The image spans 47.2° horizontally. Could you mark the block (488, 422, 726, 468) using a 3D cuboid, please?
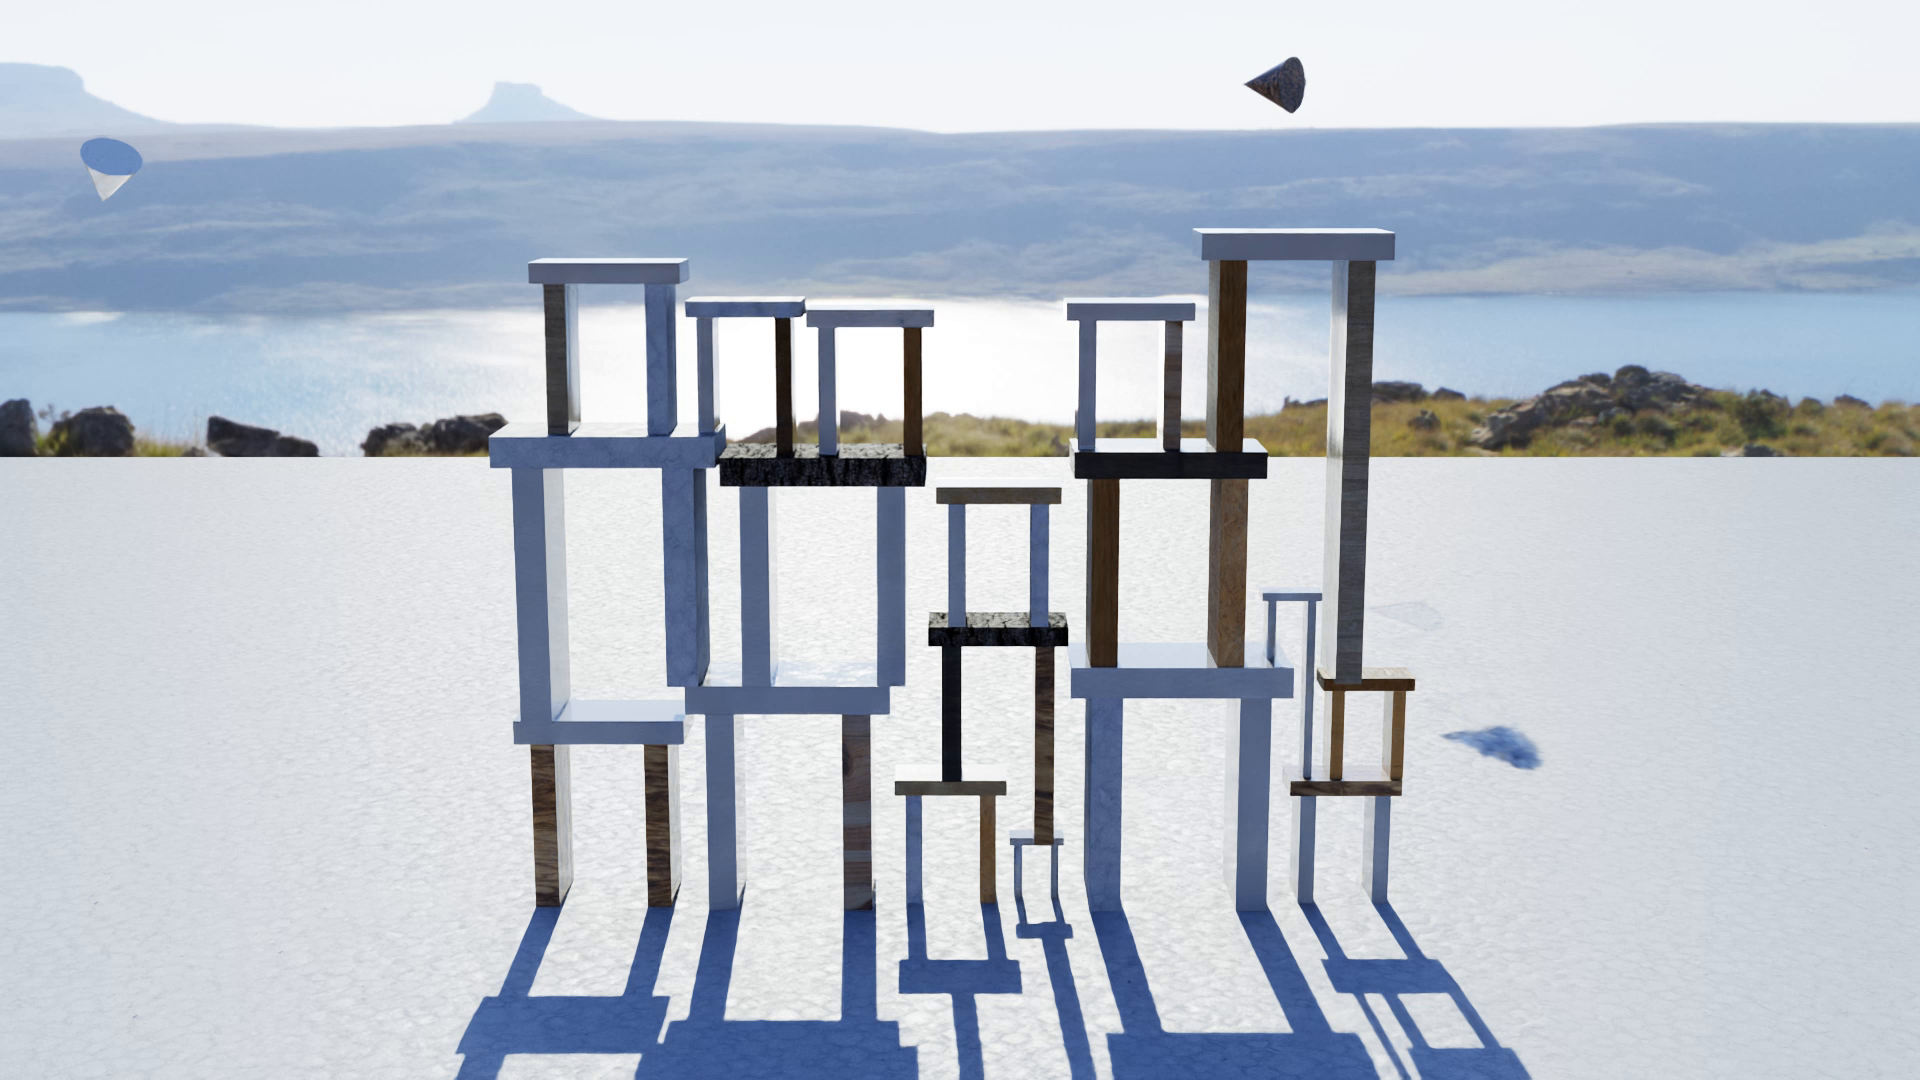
[{"bbox_3d":[-0.562,-0.153,3.536,0.354,0.050,0.177,0,10,0],"label":"block"}]

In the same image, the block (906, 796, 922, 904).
[{"bbox_3d":[-0.076,0.500,3.652,0.026,0.184,0.092,0,11,0],"label":"block"}]

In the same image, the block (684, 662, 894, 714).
[{"bbox_3d":[-0.277,0.243,3.608,0.329,0.047,0.165,0,10,0],"label":"block"}]

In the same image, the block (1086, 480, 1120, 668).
[{"bbox_3d":[0.230,0.040,3.563,0.043,0.304,0.152,0,11,0],"label":"block"}]

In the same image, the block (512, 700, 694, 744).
[{"bbox_3d":[-0.584,0.299,3.620,0.275,0.039,0.138,0,10,0],"label":"block"}]

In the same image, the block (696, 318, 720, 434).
[{"bbox_3d":[-0.402,-0.267,3.513,0.026,0.183,0.091,0,10,0],"label":"block"}]

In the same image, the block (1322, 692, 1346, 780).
[{"bbox_3d":[0.615,0.311,3.620,0.021,0.148,0.074,0,11,0],"label":"block"}]

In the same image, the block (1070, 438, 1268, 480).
[{"bbox_3d":[0.332,-0.131,3.532,0.304,0.043,0.152,0,11,0],"label":"block"}]

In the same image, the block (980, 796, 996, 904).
[{"bbox_3d":[0.046,0.500,3.652,0.026,0.184,0.092,0,11,0],"label":"block"}]

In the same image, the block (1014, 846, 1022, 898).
[{"bbox_3d":[0.097,0.545,3.664,0.013,0.090,0.045,0,11,0],"label":"block"}]

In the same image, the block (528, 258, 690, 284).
[{"bbox_3d":[-0.554,-0.426,3.481,0.236,0.033,0.118,0,10,0],"label":"block"}]

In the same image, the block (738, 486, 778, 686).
[{"bbox_3d":[-0.326,0.061,3.573,0.046,0.324,0.162,0,10,0],"label":"block"}]

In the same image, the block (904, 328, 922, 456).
[{"bbox_3d":[-0.075,-0.243,3.515,0.029,0.202,0.101,0,11,0],"label":"block"}]

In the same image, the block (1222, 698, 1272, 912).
[{"bbox_3d":[0.474,0.413,3.641,0.051,0.357,0.179,0,11,0],"label":"block"}]

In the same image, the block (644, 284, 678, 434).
[{"bbox_3d":[-0.476,-0.293,3.506,0.033,0.236,0.118,0,10,0],"label":"block"}]

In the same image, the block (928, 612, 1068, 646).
[{"bbox_3d":[0.062,0.146,3.590,0.226,0.032,0.113,0,11,0],"label":"block"}]

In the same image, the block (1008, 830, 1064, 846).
[{"bbox_3d":[0.127,0.495,3.655,0.090,0.013,0.045,0,11,0],"label":"block"}]

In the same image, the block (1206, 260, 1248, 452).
[{"bbox_3d":[0.424,-0.300,3.506,0.042,0.299,0.149,0,11,0],"label":"block"}]

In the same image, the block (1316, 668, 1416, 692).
[{"bbox_3d":[0.665,0.228,3.605,0.148,0.021,0.074,0,11,0],"label":"block"}]

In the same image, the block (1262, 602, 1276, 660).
[{"bbox_3d":[0.505,0.142,3.585,0.014,0.096,0.048,0,11,0],"label":"block"}]

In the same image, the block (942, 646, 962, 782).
[{"bbox_3d":[-0.013,0.272,3.613,0.032,0.226,0.113,0,11,0],"label":"block"}]

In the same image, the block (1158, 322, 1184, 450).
[{"bbox_3d":[0.336,-0.253,3.517,0.029,0.203,0.101,0,11,0],"label":"block"}]

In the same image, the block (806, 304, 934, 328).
[{"bbox_3d":[-0.142,-0.356,3.495,0.202,0.029,0.101,0,11,-1],"label":"block"}]

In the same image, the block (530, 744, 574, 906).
[{"bbox_3d":[-0.676,0.454,3.649,0.039,0.275,0.138,0,10,0],"label":"block"}]

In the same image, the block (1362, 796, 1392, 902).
[{"bbox_3d":[0.691,0.500,3.653,0.026,0.183,0.091,0,11,0],"label":"block"}]

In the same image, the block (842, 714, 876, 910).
[{"bbox_3d":[-0.167,0.427,3.642,0.047,0.329,0.165,0,11,0],"label":"block"}]

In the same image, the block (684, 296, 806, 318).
[{"bbox_3d":[-0.340,-0.370,3.493,0.183,0.026,0.091,0,10,0],"label":"block"}]

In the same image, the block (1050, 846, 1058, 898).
[{"bbox_3d":[0.157,0.545,3.664,0.013,0.090,0.045,0,11,0],"label":"block"}]

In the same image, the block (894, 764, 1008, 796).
[{"bbox_3d":[-0.015,0.397,3.633,0.184,0.026,0.092,0,11,0],"label":"block"}]

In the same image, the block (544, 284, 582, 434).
[{"bbox_3d":[-0.633,-0.293,3.505,0.033,0.236,0.118,0,10,0],"label":"block"}]

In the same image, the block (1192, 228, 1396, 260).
[{"bbox_3d":[0.523,-0.467,3.474,0.299,0.042,0.149,0,11,0],"label":"block"}]

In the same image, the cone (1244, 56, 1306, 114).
[{"bbox_3d":[0.965,-1.429,6.899,0.175,0.175,0.175,9,13,35],"label":"cone"}]

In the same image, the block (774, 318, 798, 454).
[{"bbox_3d":[-0.278,-0.250,3.515,0.026,0.217,0.091,0,10,0],"label":"block"}]

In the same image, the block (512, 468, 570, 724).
[{"bbox_3d":[-0.680,0.076,3.578,0.050,0.415,0.177,0,10,0],"label":"block"}]

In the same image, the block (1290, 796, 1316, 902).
[{"bbox_3d":[0.569,0.500,3.653,0.026,0.183,0.091,0,11,0],"label":"block"}]

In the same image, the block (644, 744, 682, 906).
[{"bbox_3d":[-0.492,0.454,3.649,0.039,0.275,0.138,0,11,0],"label":"block"}]

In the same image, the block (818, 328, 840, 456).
[{"bbox_3d":[-0.210,-0.243,3.515,0.029,0.202,0.101,0,11,0],"label":"block"}]

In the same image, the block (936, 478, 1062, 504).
[{"bbox_3d":[0.062,-0.080,3.543,0.200,0.028,0.100,0,11,0],"label":"block"}]

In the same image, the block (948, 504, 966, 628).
[{"bbox_3d":[-0.005,0.033,3.563,0.028,0.200,0.100,0,11,0],"label":"block"}]

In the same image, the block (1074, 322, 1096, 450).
[{"bbox_3d":[0.201,-0.253,3.517,0.029,0.203,0.101,0,11,0],"label":"block"}]

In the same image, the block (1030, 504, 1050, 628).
[{"bbox_3d":[0.128,0.033,3.563,0.028,0.200,0.100,0,11,0],"label":"block"}]

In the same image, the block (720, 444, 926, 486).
[{"bbox_3d":[-0.217,-0.121,3.538,0.324,0.046,0.162,0,11,0],"label":"block"}]

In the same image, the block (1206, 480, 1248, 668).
[{"bbox_3d":[0.433,0.040,3.563,0.043,0.304,0.152,0,11,0],"label":"block"}]

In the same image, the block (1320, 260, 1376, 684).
[{"bbox_3d":[0.623,-0.114,3.540,0.042,0.676,0.149,0,11,0],"label":"block"}]

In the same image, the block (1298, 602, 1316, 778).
[{"bbox_3d":[0.569,0.240,3.603,0.014,0.296,0.048,0,11,0],"label":"block"}]

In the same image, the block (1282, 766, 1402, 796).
[{"bbox_3d":[0.630,0.398,3.634,0.183,0.026,0.091,0,11,0],"label":"block"}]

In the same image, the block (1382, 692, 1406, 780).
[{"bbox_3d":[0.714,0.311,3.620,0.021,0.149,0.074,0,11,0],"label":"block"}]

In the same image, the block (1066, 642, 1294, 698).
[{"bbox_3d":[0.355,0.213,3.604,0.357,0.051,0.179,0,11,0],"label":"block"}]

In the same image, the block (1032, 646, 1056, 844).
[{"bbox_3d":[0.137,0.325,3.623,0.032,0.333,0.113,0,11,0],"label":"block"}]

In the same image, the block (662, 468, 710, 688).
[{"bbox_3d":[-0.444,0.045,3.573,0.050,0.354,0.177,0,10,0],"label":"block"}]

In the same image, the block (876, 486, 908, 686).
[{"bbox_3d":[-0.109,0.061,3.572,0.046,0.324,0.162,0,10,0],"label":"block"}]

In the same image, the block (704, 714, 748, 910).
[{"bbox_3d":[-0.387,0.427,3.642,0.047,0.329,0.165,0,10,0],"label":"block"}]

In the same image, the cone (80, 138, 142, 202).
[{"bbox_3d":[-1.931,-0.815,4.978,0.133,0.133,0.133,17,40,-15],"label":"cone"}]

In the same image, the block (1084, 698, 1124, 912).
[{"bbox_3d":[0.236,0.413,3.641,0.051,0.357,0.179,0,11,0],"label":"block"}]

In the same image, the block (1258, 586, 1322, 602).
[{"bbox_3d":[0.537,0.088,3.575,0.096,0.014,0.048,0,11,0],"label":"block"}]

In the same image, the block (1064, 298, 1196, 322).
[{"bbox_3d":[0.268,-0.367,3.496,0.203,0.029,0.101,0,11,0],"label":"block"}]
